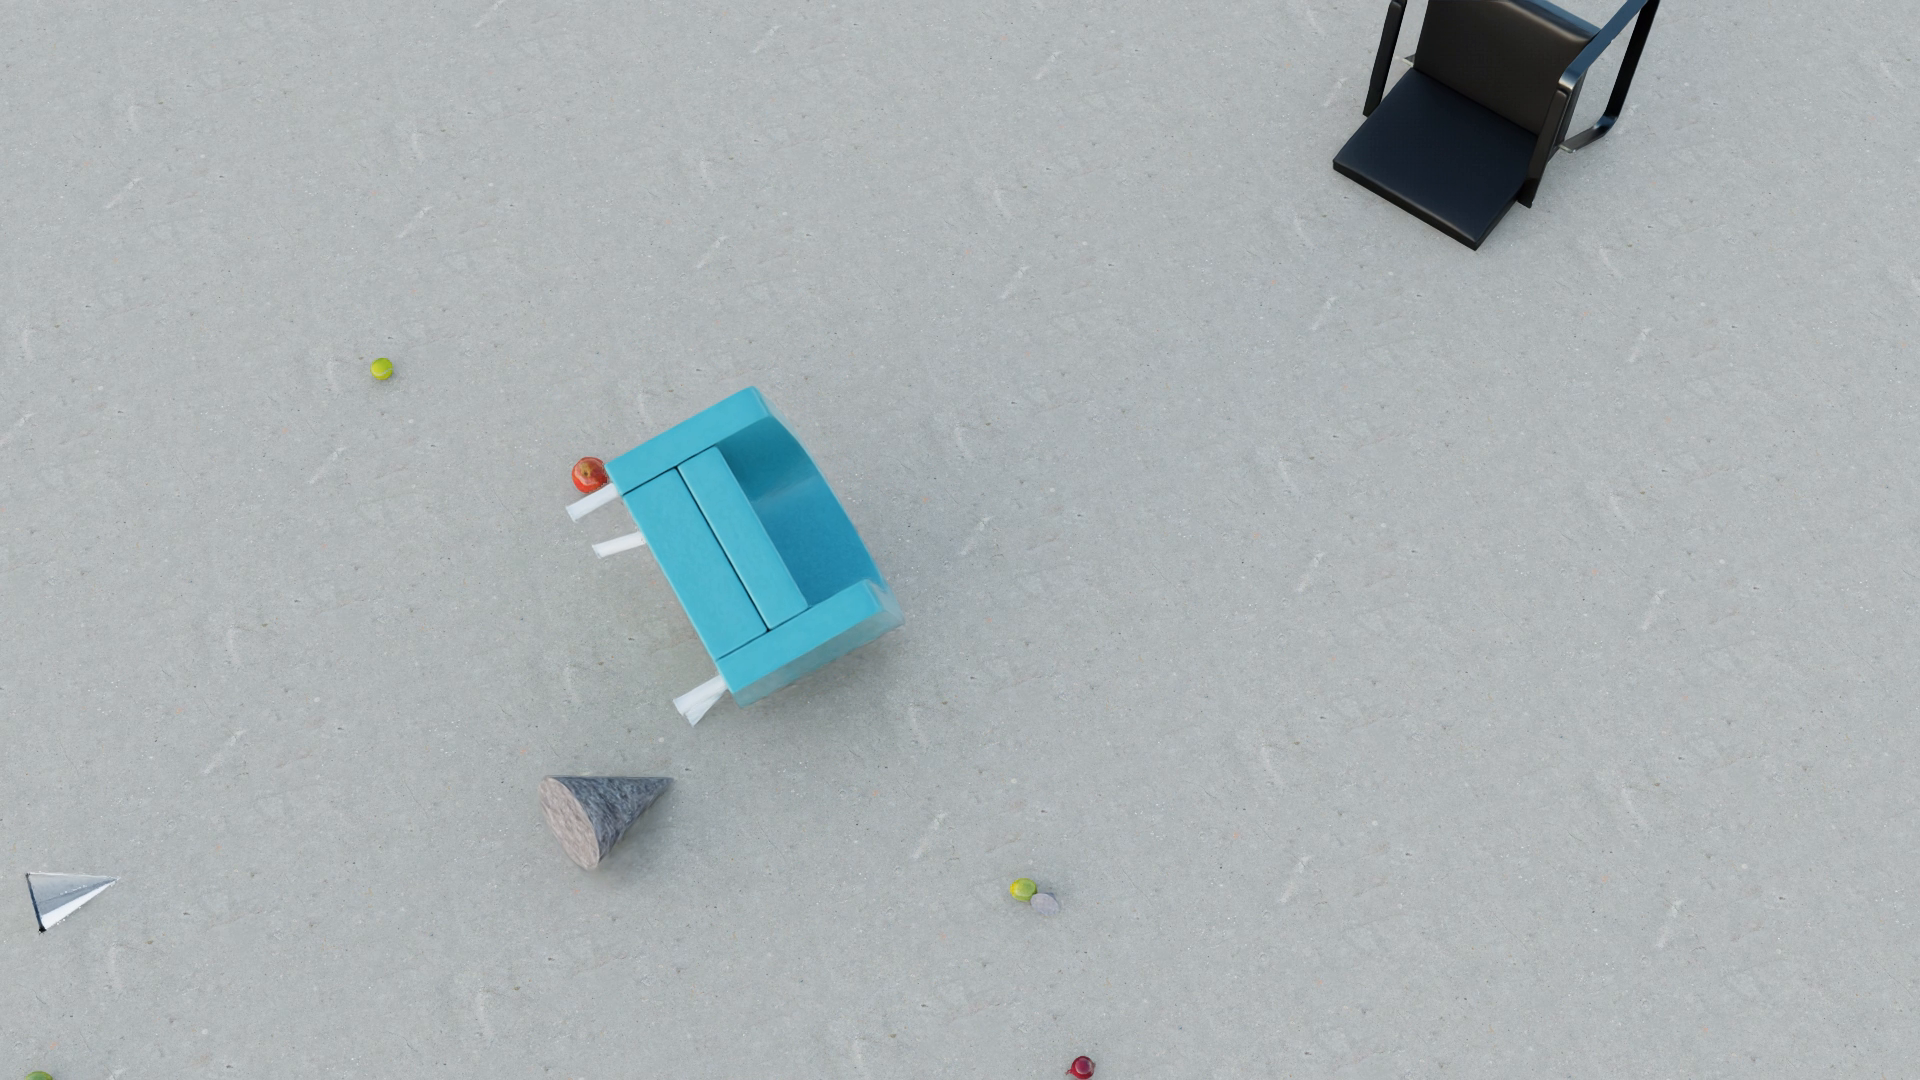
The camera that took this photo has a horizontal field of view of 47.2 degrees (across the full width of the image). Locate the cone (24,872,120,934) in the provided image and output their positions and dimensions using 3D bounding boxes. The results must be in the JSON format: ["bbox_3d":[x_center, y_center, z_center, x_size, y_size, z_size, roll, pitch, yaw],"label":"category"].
[{"bbox_3d":[-2.374,0.941,5.914,0.228,0.095,0.193,-15,55,-24],"label":"cone"}]

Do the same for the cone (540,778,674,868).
[{"bbox_3d":[-0.926,0.714,6.028,0.341,0.229,0.300,-21,47,-36],"label":"cone"}]

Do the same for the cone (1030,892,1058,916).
[{"bbox_3d":[0.239,0.963,5.910,0.080,0.067,0.063,16,29,18],"label":"cone"}]
